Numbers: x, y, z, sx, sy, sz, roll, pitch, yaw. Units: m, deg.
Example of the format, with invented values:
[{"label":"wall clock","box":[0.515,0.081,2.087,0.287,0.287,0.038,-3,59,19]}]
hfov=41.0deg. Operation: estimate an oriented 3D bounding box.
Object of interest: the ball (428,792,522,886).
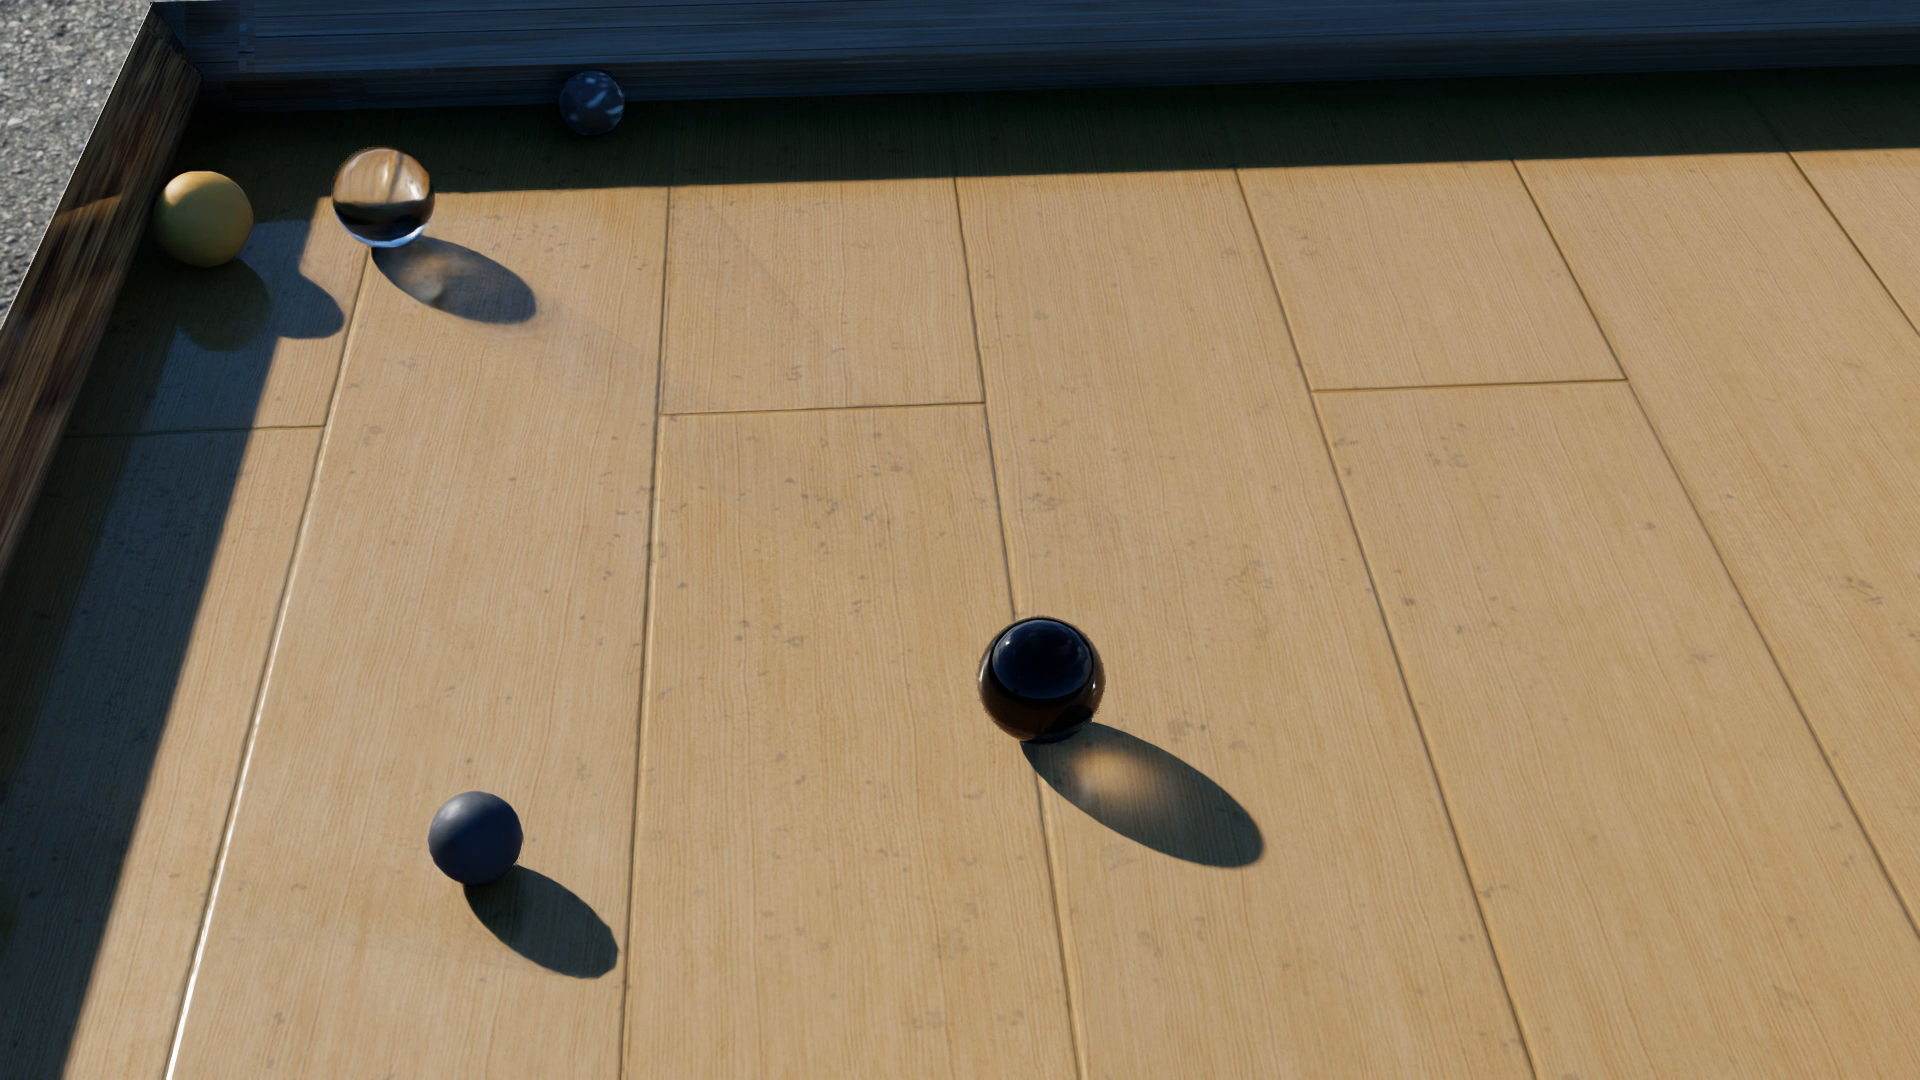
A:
[{"label":"ball","box":[-0.287,0.177,1.522,0.055,0.055,0.055,0,35,0]}]

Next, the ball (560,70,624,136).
[{"label":"ball","box":[-0.333,-0.395,2.322,0.058,0.058,0.058,0,35,0]}]

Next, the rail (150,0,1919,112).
[{"label":"rail","box":[0.628,-0.478,2.391,2.714,0.109,0.045,-2,36,-3]}]

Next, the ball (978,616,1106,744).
[{"label":"ball","box":[0.051,0.089,1.624,0.081,0.081,0.081,0,35,0]}]

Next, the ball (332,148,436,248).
[{"label":"ball","box":[-0.482,-0.286,2.146,0.084,0.084,0.084,0,35,0]}]

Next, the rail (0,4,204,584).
[{"label":"rail","box":[-0.653,0.008,1.711,0.045,0.109,1.547,-2,36,-3]}]

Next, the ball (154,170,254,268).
[{"label":"ball","box":[-0.625,-0.266,2.121,0.080,0.080,0.080,0,35,0]}]
